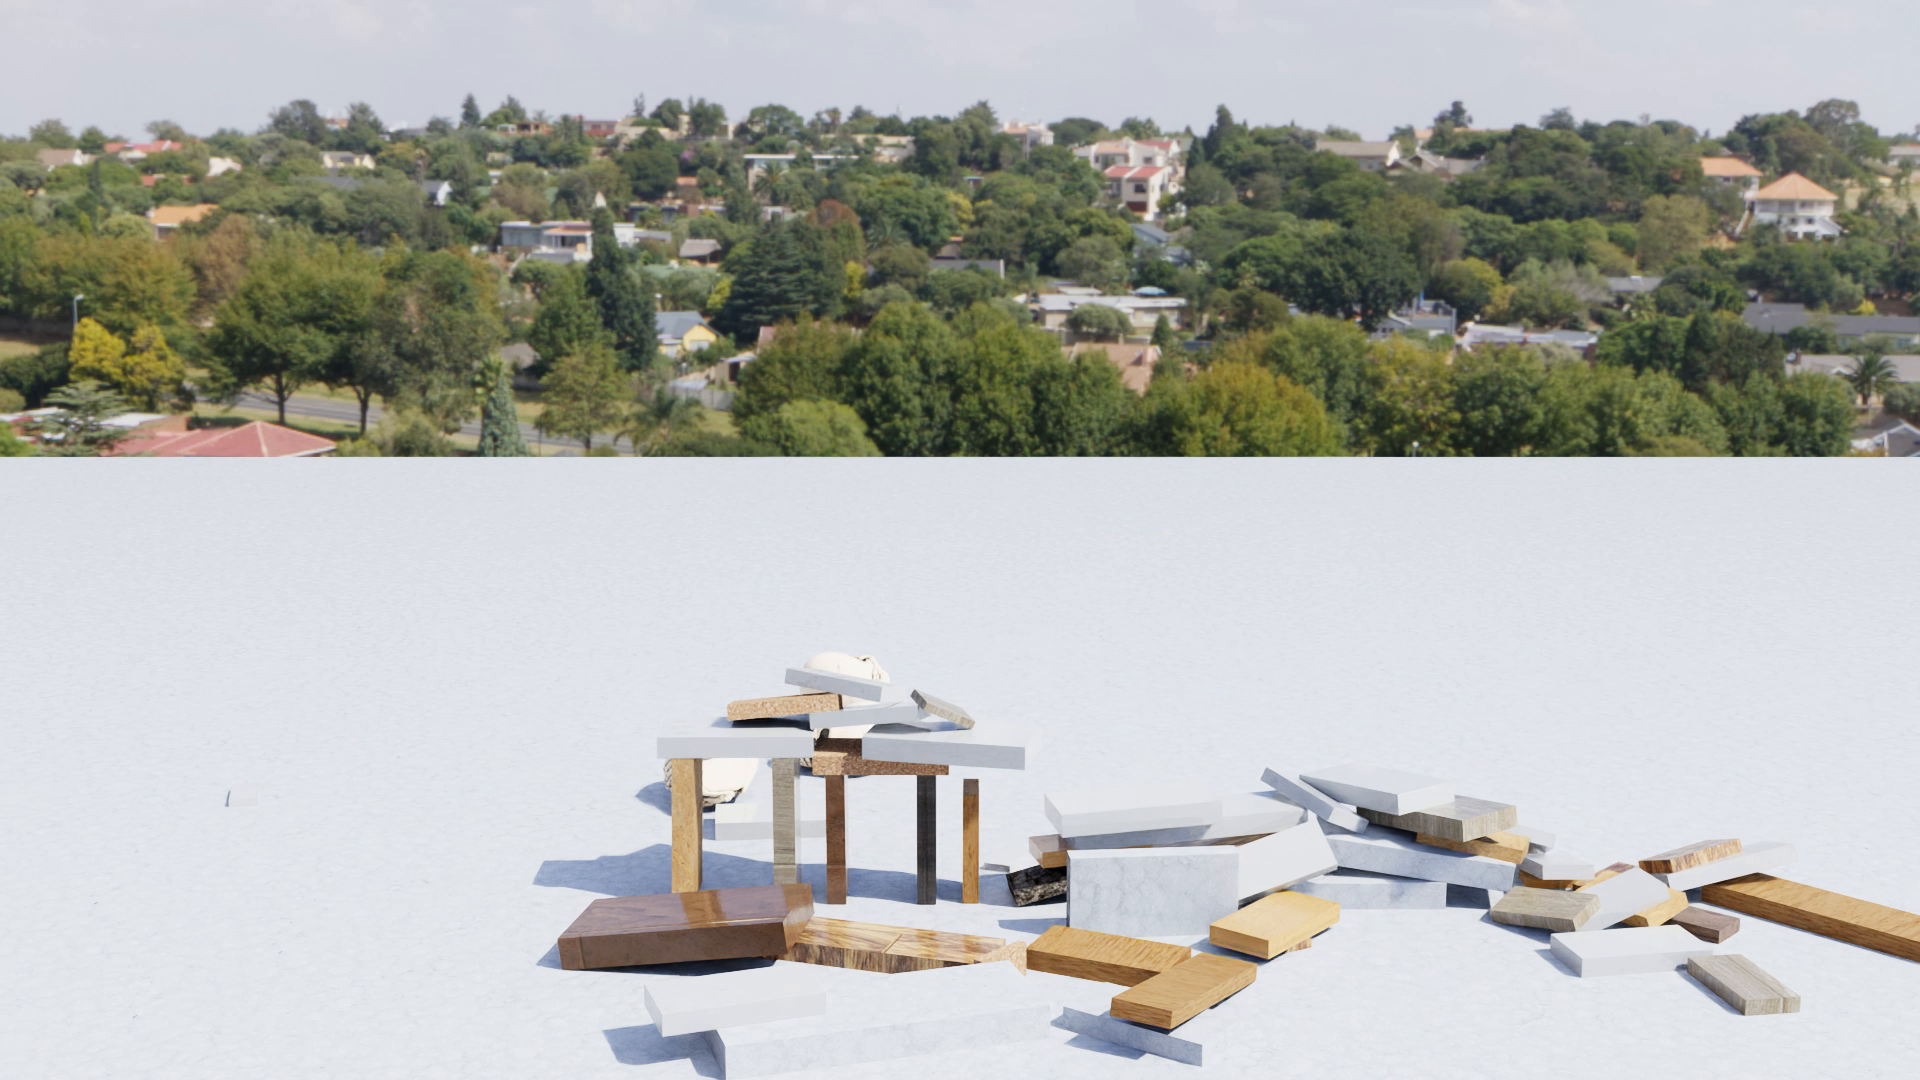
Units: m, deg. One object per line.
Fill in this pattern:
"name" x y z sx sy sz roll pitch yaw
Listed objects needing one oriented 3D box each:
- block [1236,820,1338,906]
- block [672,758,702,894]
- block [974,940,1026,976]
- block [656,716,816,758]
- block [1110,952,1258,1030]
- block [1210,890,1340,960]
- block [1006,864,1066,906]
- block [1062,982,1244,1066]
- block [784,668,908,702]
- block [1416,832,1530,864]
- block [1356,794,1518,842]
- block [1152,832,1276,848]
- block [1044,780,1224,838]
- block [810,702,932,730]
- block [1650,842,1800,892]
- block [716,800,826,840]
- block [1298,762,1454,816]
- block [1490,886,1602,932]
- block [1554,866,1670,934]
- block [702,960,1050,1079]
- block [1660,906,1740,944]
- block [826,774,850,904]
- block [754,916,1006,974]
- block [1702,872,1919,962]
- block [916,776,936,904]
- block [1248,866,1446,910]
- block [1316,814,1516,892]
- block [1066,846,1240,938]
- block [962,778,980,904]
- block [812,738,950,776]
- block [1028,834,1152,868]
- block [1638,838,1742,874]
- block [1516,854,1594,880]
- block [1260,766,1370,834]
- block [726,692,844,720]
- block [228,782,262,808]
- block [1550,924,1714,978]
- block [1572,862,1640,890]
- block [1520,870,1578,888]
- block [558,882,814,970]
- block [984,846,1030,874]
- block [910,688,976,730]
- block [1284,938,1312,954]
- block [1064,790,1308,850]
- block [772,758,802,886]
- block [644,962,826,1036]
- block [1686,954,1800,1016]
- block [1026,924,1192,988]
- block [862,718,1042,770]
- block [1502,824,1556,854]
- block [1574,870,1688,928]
"block" 0.475 0.535 3.559 0.256 0.085 0.024 -19 -31 -7
"block" -0.452 0.466 3.645 0.036 0.252 0.126 1 11 0
"block" 0.060 0.637 3.277 0.015 0.052 0.104 9 14 41
"block" -0.365 0.324 3.618 0.252 0.036 0.126 0 10 -1
"block" 0.326 0.644 3.156 0.090 0.025 0.351 7 4 27
"block" 0.495 0.601 3.452 0.107 0.030 0.213 9 14 39
"block" 0.175 0.555 3.651 0.186 0.026 0.093 -16 10 -5
"block" 0.271 0.680 3.096 0.227 0.032 0.113 8 13 36
"block" -0.189 0.241 3.650 0.182 0.026 0.091 9 1 25
"block" 0.851 0.496 3.645 0.171 0.024 0.086 11 11 21
"block" 0.789 0.453 3.653 0.123 0.035 0.247 -9 7 -32
"block" 0.418 0.534 3.665 0.319 0.045 0.159 -13 10 -2
"block" 0.284 0.441 3.620 0.268 0.038 0.134 -4 9 -9
"block" -0.146 0.286 3.606 0.182 0.026 0.091 -5 0 13
"block" 1.260 0.543 3.655 0.230 0.030 0.107 -12 -4 -9
"block" -0.329 0.511 4.007 0.230 0.033 0.115 -1 11 -6
"block" 0.702 0.419 3.719 0.123 0.035 0.247 -9 7 -31
"block" 0.931 0.586 3.499 0.077 0.022 0.155 -31 18 -37
"block" 1.025 0.579 3.498 0.179 0.025 0.090 -22 14 -8
"block" -0.121 0.672 3.092 0.461 0.050 0.177 -3 11 -18
"block" 1.156 0.607 3.517 0.155 0.022 0.077 10 14 42
"block" -0.203 0.481 3.650 0.031 0.221 0.111 0 11 0
"block" -0.142 0.626 3.387 0.409 0.032 0.113 3 11 18
"block" 1.478 0.617 3.435 0.115 0.033 0.633 -9 14 -41
"block" -0.055 0.481 3.649 0.031 0.221 0.111 0 11 0
"block" 0.634 0.567 3.668 0.319 0.045 0.159 0 11 0
"block" 0.754 0.517 3.668 0.319 0.045 0.159 8 11 8
"block" 0.304 0.557 3.478 0.268 0.134 0.038 -1 11 -6
"block" 0.018 0.499 3.649 0.026 0.186 0.093 0 11 0
"block" -0.128 0.357 3.626 0.221 0.031 0.111 0 11 0
"block" 0.216 0.508 3.644 0.186 0.026 0.093 -4 9 -12
"block" 1.216 0.526 3.662 0.155 0.022 0.077 -11 -4 -26
"block" 0.998 0.548 3.691 0.085 0.024 0.169 0 -2 0
"block" 0.594 0.436 3.690 0.090 0.025 0.179 23 4 -36
"block" -0.289 0.274 3.638 0.182 0.026 0.091 -5 0 2
"block" -1.363 0.485 4.192 0.052 0.015 0.104 -3 11 -14
"block" 1.028 0.630 3.372 0.213 0.030 0.107 -2 11 -11
"block" 1.081 0.567 3.673 0.105 0.015 0.053 -19 10 -24
"block" 1.005 0.573 3.718 0.105 0.015 0.053 0 11 0
"block" -0.418 0.593 3.383 0.355 0.050 0.177 -6 9 11
"block" 0.081 0.555 3.820 0.047 0.013 0.095 4 11 22
"block" -0.028 0.275 3.580 0.104 0.015 0.052 25 9 -34
"block" 0.503 0.623 3.455 0.048 0.014 0.096 -6 12 -28
"block" 0.370 0.467 3.668 0.398 0.035 0.123 -4 9 -11
"block" -0.287 0.466 3.646 0.036 0.252 0.126 0 11 0
"block" -0.313 0.637 3.053 0.230 0.033 0.115 -4 11 -20
"block" 1.156 0.656 3.248 0.086 0.024 0.171 -2 11 -9
"block" 0.225 0.635 3.339 0.227 0.032 0.113 5 12 25
"block" -0.012 0.330 3.583 0.268 0.038 0.134 2 11 13
"block" 0.966 0.515 3.778 0.085 0.024 0.169 15 -12 9
"block" 1.075 0.579 3.536 0.086 0.024 0.171 -26 15 -23
